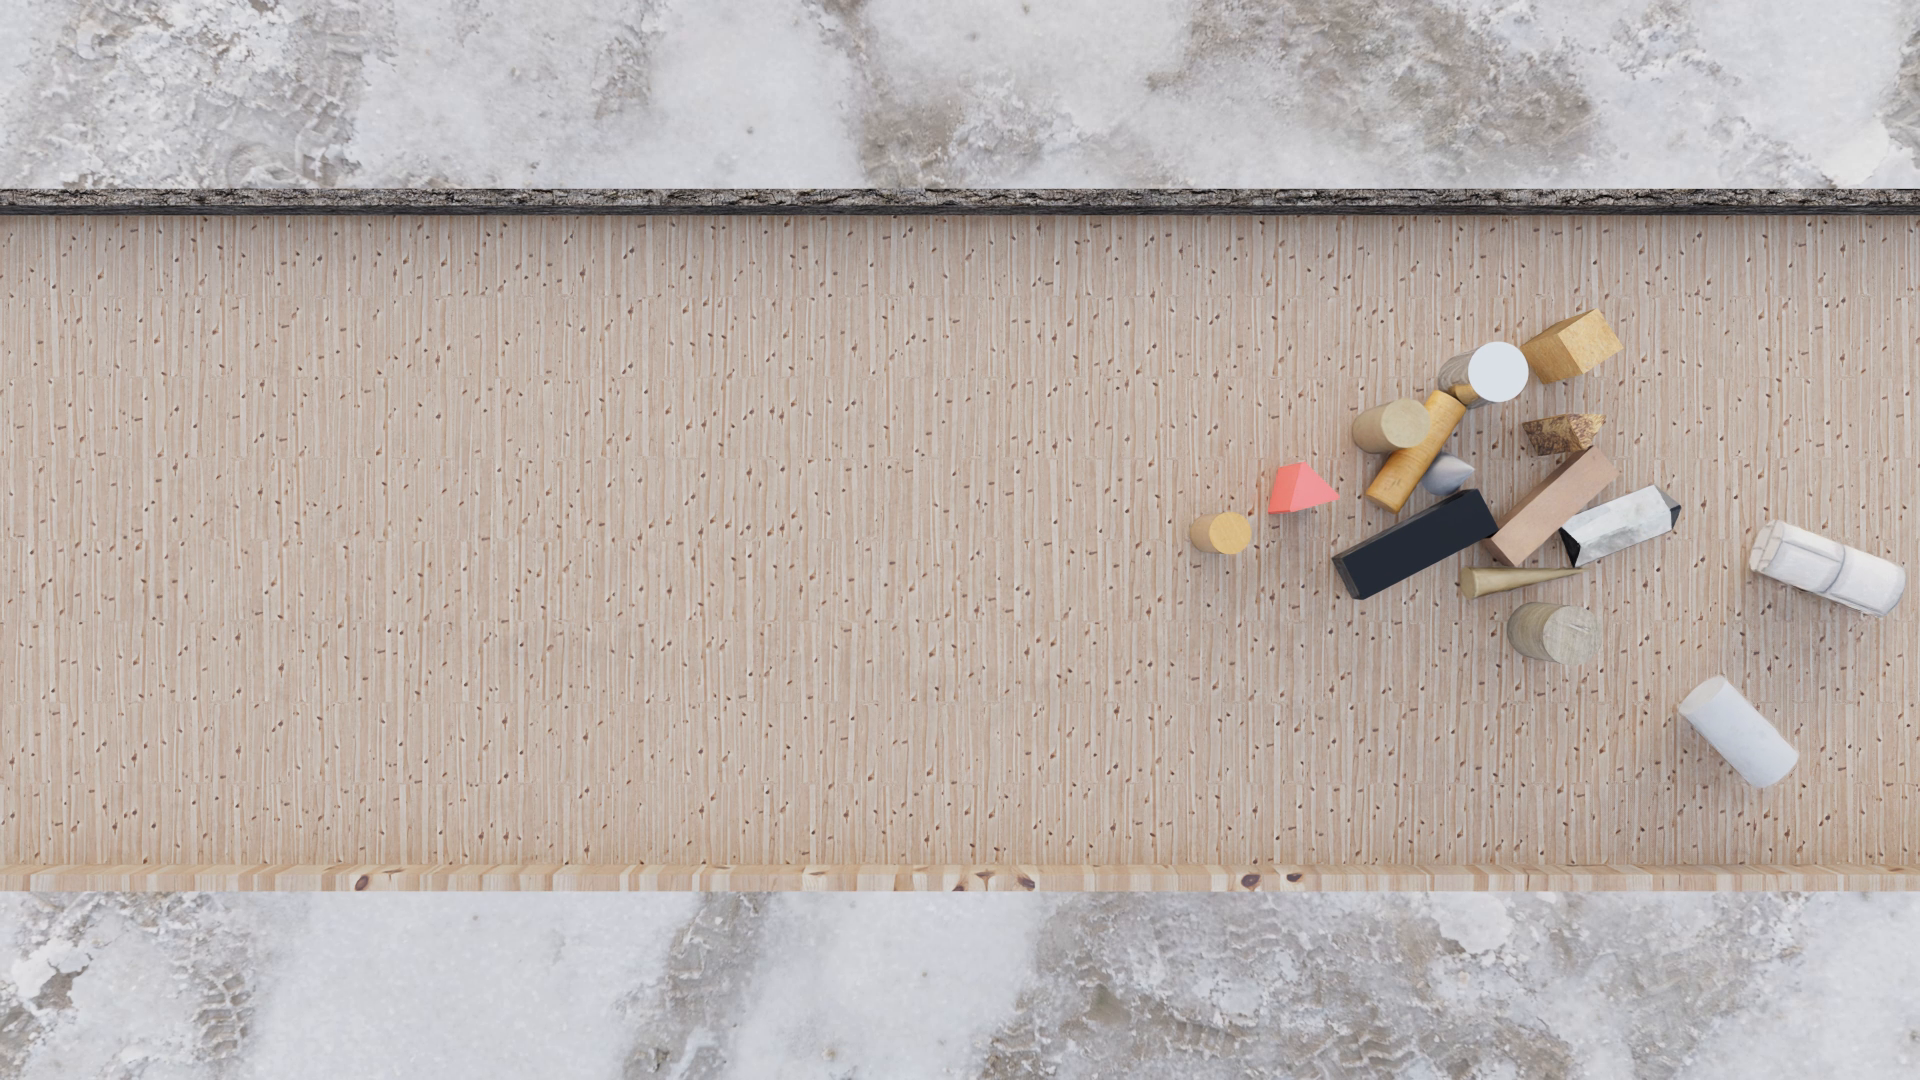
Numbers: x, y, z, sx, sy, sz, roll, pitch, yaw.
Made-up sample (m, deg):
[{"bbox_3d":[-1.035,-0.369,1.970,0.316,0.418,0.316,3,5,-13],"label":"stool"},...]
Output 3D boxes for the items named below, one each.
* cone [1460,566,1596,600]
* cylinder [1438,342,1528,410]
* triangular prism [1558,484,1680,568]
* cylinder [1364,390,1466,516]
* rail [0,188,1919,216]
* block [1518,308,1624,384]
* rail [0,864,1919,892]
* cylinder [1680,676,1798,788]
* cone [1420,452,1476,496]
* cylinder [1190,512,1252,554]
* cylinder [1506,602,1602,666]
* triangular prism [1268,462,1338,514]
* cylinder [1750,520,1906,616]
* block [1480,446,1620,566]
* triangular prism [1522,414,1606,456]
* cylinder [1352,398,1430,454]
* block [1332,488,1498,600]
[{"bbox_3d":[1.755,0.110,5.051,0.424,0.101,0.101,-6,90,-7],"label":"cone"},{"bbox_3d":[1.557,-0.487,4.923,0.174,0.307,0.174,0,90,0],"label":"cylinder"},{"bbox_3d":[2.011,-0.043,5.008,0.323,0.131,0.151,-21,90,0],"label":"triangular prism"},{"bbox_3d":[1.386,-0.266,5.019,0.116,0.116,0.379,34,90,0],"label":"cylinder"},{"bbox_3d":[-2.247,-1.025,5.002,12.000,0.150,0.050,0,90,0],"label":"rail"},{"bbox_3d":[1.815,-0.573,4.912,0.138,0.329,0.138,-33,90,0],"label":"block"},{"bbox_3d":[-2.247,1.025,5.001,12.000,0.150,0.050,0,90,0],"label":"rail"},{"bbox_3d":[2.356,0.582,4.994,0.166,0.166,0.312,-44,90,0],"label":"cylinder"},{"bbox_3d":[1.483,-0.203,4.910,0.137,0.333,0.137,0,90,0],"label":"cone"},{"bbox_3d":[0.767,-0.019,4.879,0.120,0.396,0.120,0,90,0],"label":"cylinder"},{"bbox_3d":[1.769,0.277,4.920,0.173,0.314,0.173,0,90,0],"label":"cylinder"},{"bbox_3d":[1.003,-0.163,4.908,0.147,0.337,0.127,-15,90,0],"label":"triangular prism"},{"bbox_3d":[2.625,0.086,4.993,0.394,0.167,0.167,20,90,0],"label":"cylinder"},{"bbox_3d":[1.791,-0.102,5.019,0.421,0.116,0.116,-42,90,0],"label":"block"},{"bbox_3d":[1.772,-0.332,4.890,0.099,0.372,0.114,32,90,0],"label":"triangular prism"},{"bbox_3d":[1.278,-0.335,4.901,0.143,0.350,0.143,0,90,0],"label":"cylinder"},{"bbox_3d":[1.378,0.013,5.006,0.458,0.141,0.141,-27,90,0],"label":"block"}]
